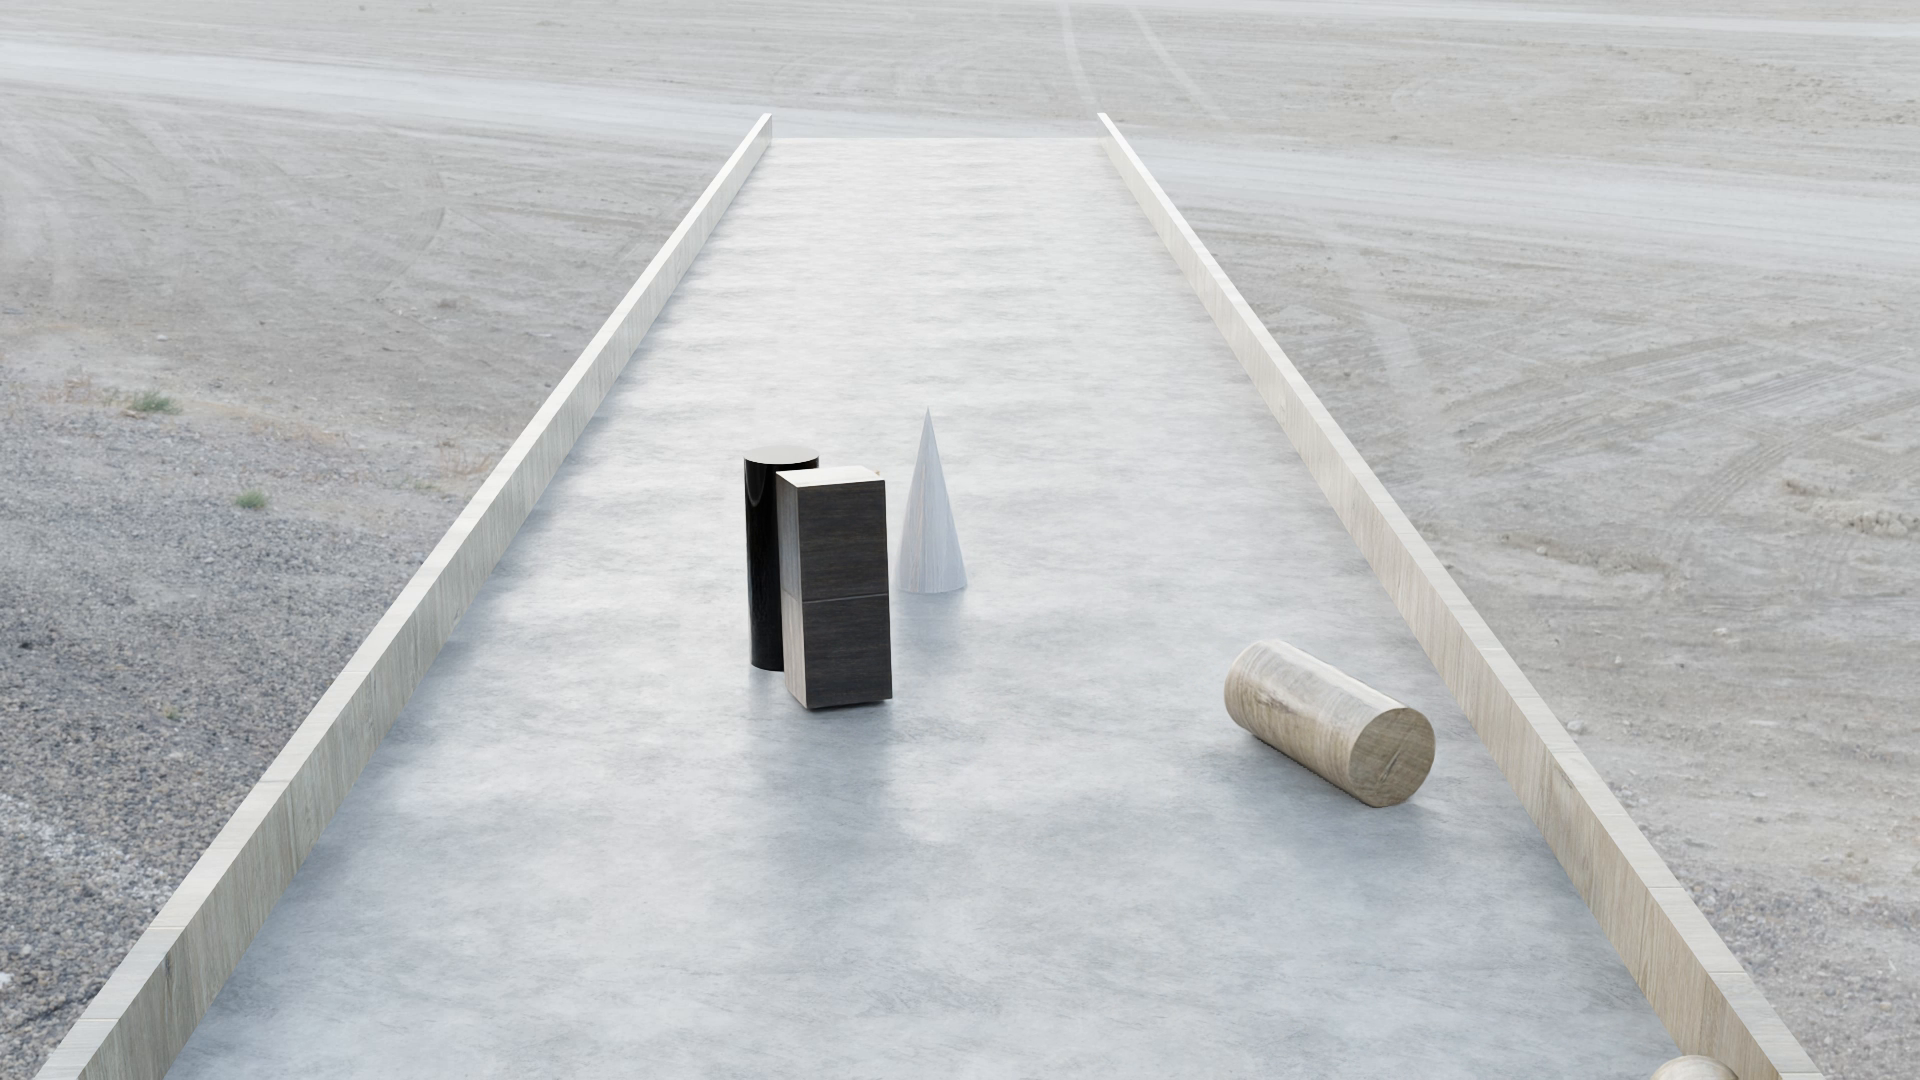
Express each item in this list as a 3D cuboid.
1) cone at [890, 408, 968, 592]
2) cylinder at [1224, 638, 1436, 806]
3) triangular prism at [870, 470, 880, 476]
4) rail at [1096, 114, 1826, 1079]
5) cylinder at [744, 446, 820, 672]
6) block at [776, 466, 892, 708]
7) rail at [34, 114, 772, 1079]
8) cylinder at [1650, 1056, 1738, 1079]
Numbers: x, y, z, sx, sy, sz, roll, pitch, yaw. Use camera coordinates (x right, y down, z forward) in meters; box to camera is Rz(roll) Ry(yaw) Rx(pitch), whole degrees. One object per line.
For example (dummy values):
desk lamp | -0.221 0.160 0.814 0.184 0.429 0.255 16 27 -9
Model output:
cone | -0.070 -0.103 4.862 0.175 0.405 0.175 0 17 0
cylinder | 0.642 0.315 3.858 0.177 0.177 0.390 -8 18 -24
triangular prism | -0.252 0.010 4.647 0.112 0.311 0.129 10 19 30
rail | 0.932 -0.844 7.801 0.050 0.150 12.000 0 17 -1
cylinder | -0.349 0.036 4.361 0.149 0.425 0.149 0 17 0
block | -0.239 0.086 4.176 0.168 0.422 0.168 -5 13 -17
rail | -1.118 -0.838 7.780 0.050 0.150 12.000 0 17 -1
cylinder | 0.875 0.742 2.527 0.117 0.117 0.389 3 17 9
